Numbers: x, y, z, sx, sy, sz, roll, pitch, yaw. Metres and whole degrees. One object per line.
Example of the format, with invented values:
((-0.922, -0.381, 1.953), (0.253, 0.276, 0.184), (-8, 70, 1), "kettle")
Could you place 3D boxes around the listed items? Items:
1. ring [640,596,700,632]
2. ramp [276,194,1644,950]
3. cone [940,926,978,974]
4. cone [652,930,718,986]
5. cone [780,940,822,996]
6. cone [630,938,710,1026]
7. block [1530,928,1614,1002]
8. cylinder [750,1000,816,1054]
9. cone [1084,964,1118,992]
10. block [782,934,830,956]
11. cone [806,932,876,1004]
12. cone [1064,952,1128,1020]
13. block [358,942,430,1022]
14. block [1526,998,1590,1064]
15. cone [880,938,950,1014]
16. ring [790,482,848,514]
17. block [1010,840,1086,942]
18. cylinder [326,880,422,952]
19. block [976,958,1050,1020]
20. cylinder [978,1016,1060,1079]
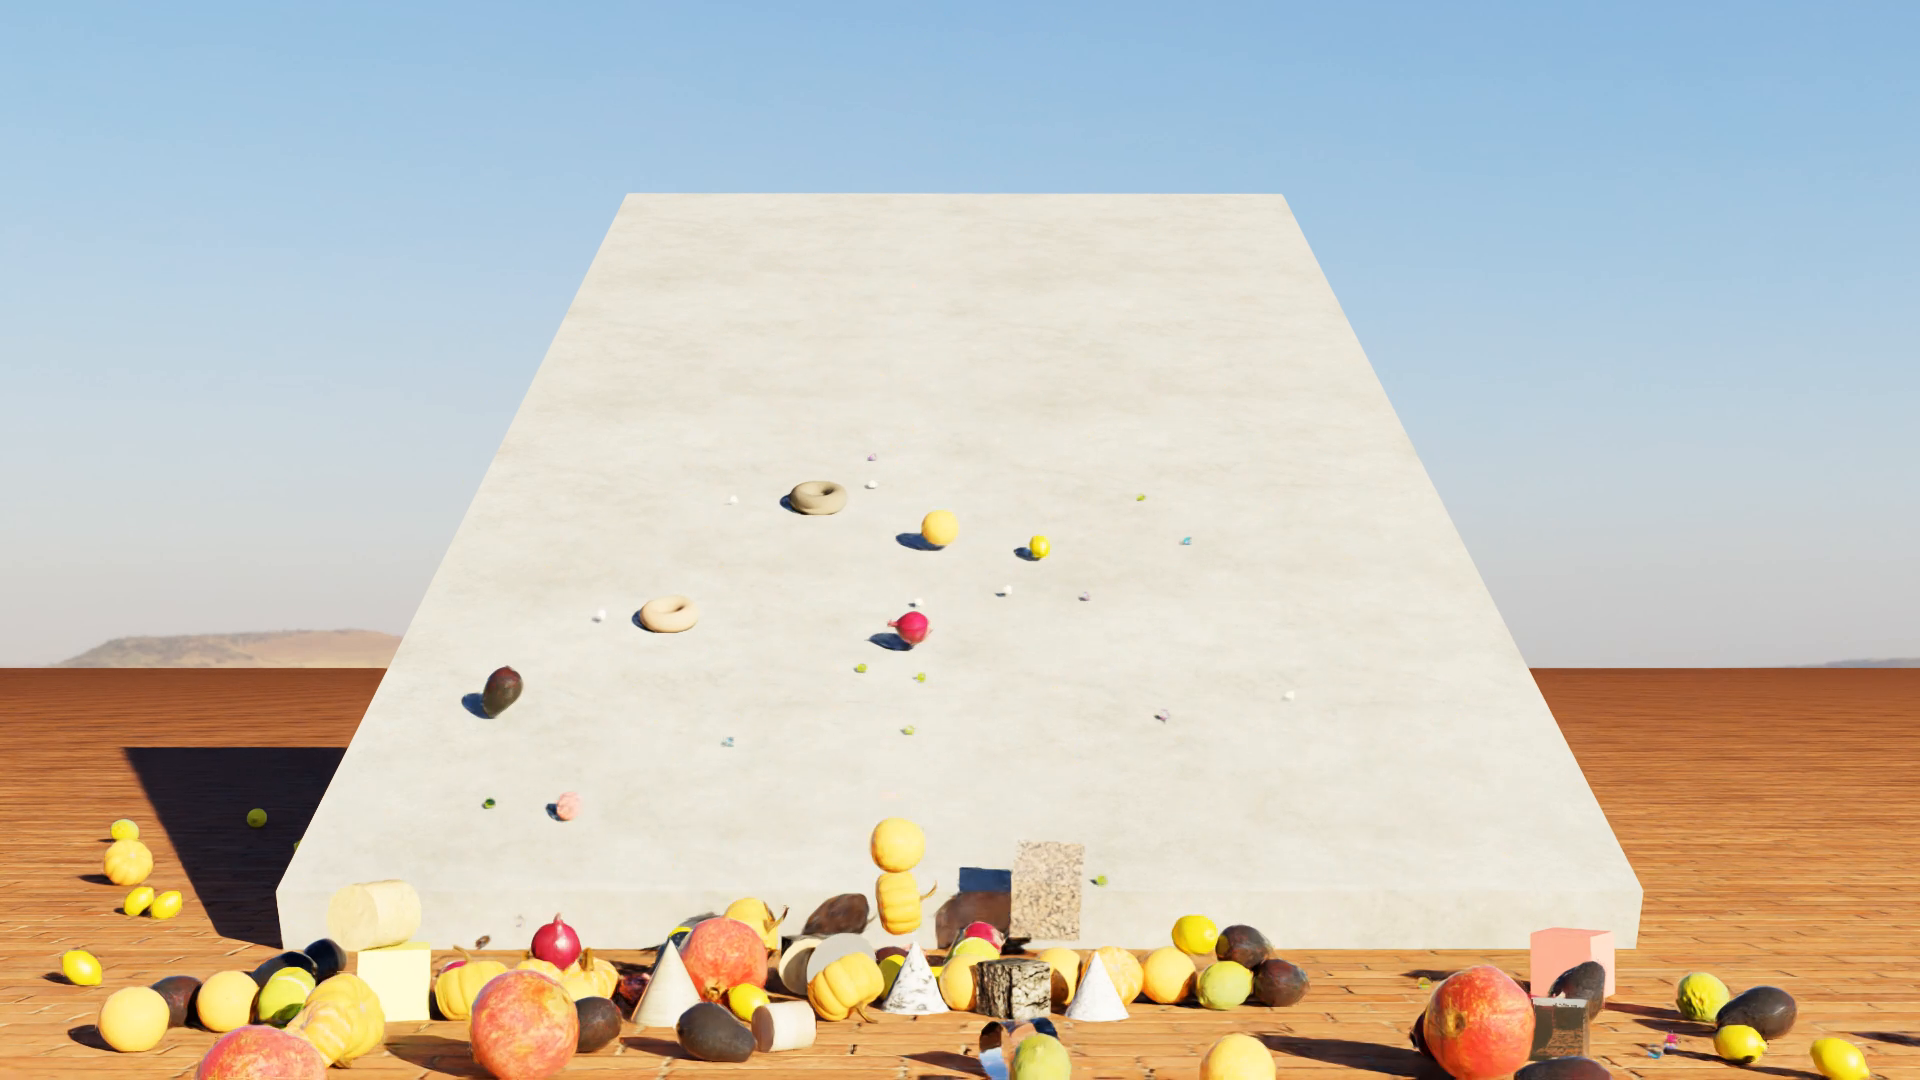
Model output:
((-0.529, 0.135, 4.220), (0.111, 0.037, 0.111), (-1, 24, 0), "ring")
((-0.007, -0.226, 5.242), (2.000, 0.100, 4.000), (0, 23, 0), "ramp")
((0.002, 0.562, 3.181), (0.062, 0.062, 0.062), (0, -3, 0), "cone")
((-0.347, 0.568, 3.048), (0.081, 0.081, 0.081), (35, -24, -34), "cone")
((-0.188, 0.567, 3.002), (0.075, 0.075, 0.075), (-1, -30, 13), "cone")
((-0.344, 0.522, 2.749), (0.097, 0.097, 0.097), (0, -3, 0), "cone")
((0.783, 0.542, 2.958), (0.080, 0.080, 0.080), (-2, -4, 36), "block")
((-0.194, 0.533, 2.533), (0.052, 0.052, 0.052), (2, -4, -35), "cylinder")
((0.161, 0.567, 2.904), (0.053, 0.053, 0.053), (-31, 16, -35), "cone")
((-0.201, 0.557, 3.070), (0.060, 0.060, 0.060), (1, -3, -19), "block")
((-0.134, 0.560, 2.938), (0.093, 0.093, 0.093), (-1, -30, 20), "cone")
((0.164, 0.533, 2.785), (0.078, 0.078, 0.078), (0, -3, 0), "cone")
((-0.681, 0.531, 2.785), (0.083, 0.083, 0.083), (1, -3, -14), "block")
((0.642, 0.527, 2.485), (0.060, 0.060, 0.060), (-1, -3, 21), "block")
((-0.055, 0.532, 2.839), (0.086, 0.086, 0.086), (0, -3, 0), "cone")
((-0.289, -0.086, 4.736), (0.121, 0.040, 0.121), (1, 24, 0), "ring")
((0.126, 0.500, 3.303), (0.099, 0.099, 0.099), (3, 28, 6), "block")
((-0.703, 0.450, 2.776), (0.079, 0.079, 0.079), (-1, -3, 26), "cylinder")
((0.065, 0.541, 2.793), (0.063, 0.063, 0.063), (3, -4, -42), "block")
((0.061, 0.521, 2.370), (0.060, 0.060, 0.060), (2, -4, -35), "cylinder")
